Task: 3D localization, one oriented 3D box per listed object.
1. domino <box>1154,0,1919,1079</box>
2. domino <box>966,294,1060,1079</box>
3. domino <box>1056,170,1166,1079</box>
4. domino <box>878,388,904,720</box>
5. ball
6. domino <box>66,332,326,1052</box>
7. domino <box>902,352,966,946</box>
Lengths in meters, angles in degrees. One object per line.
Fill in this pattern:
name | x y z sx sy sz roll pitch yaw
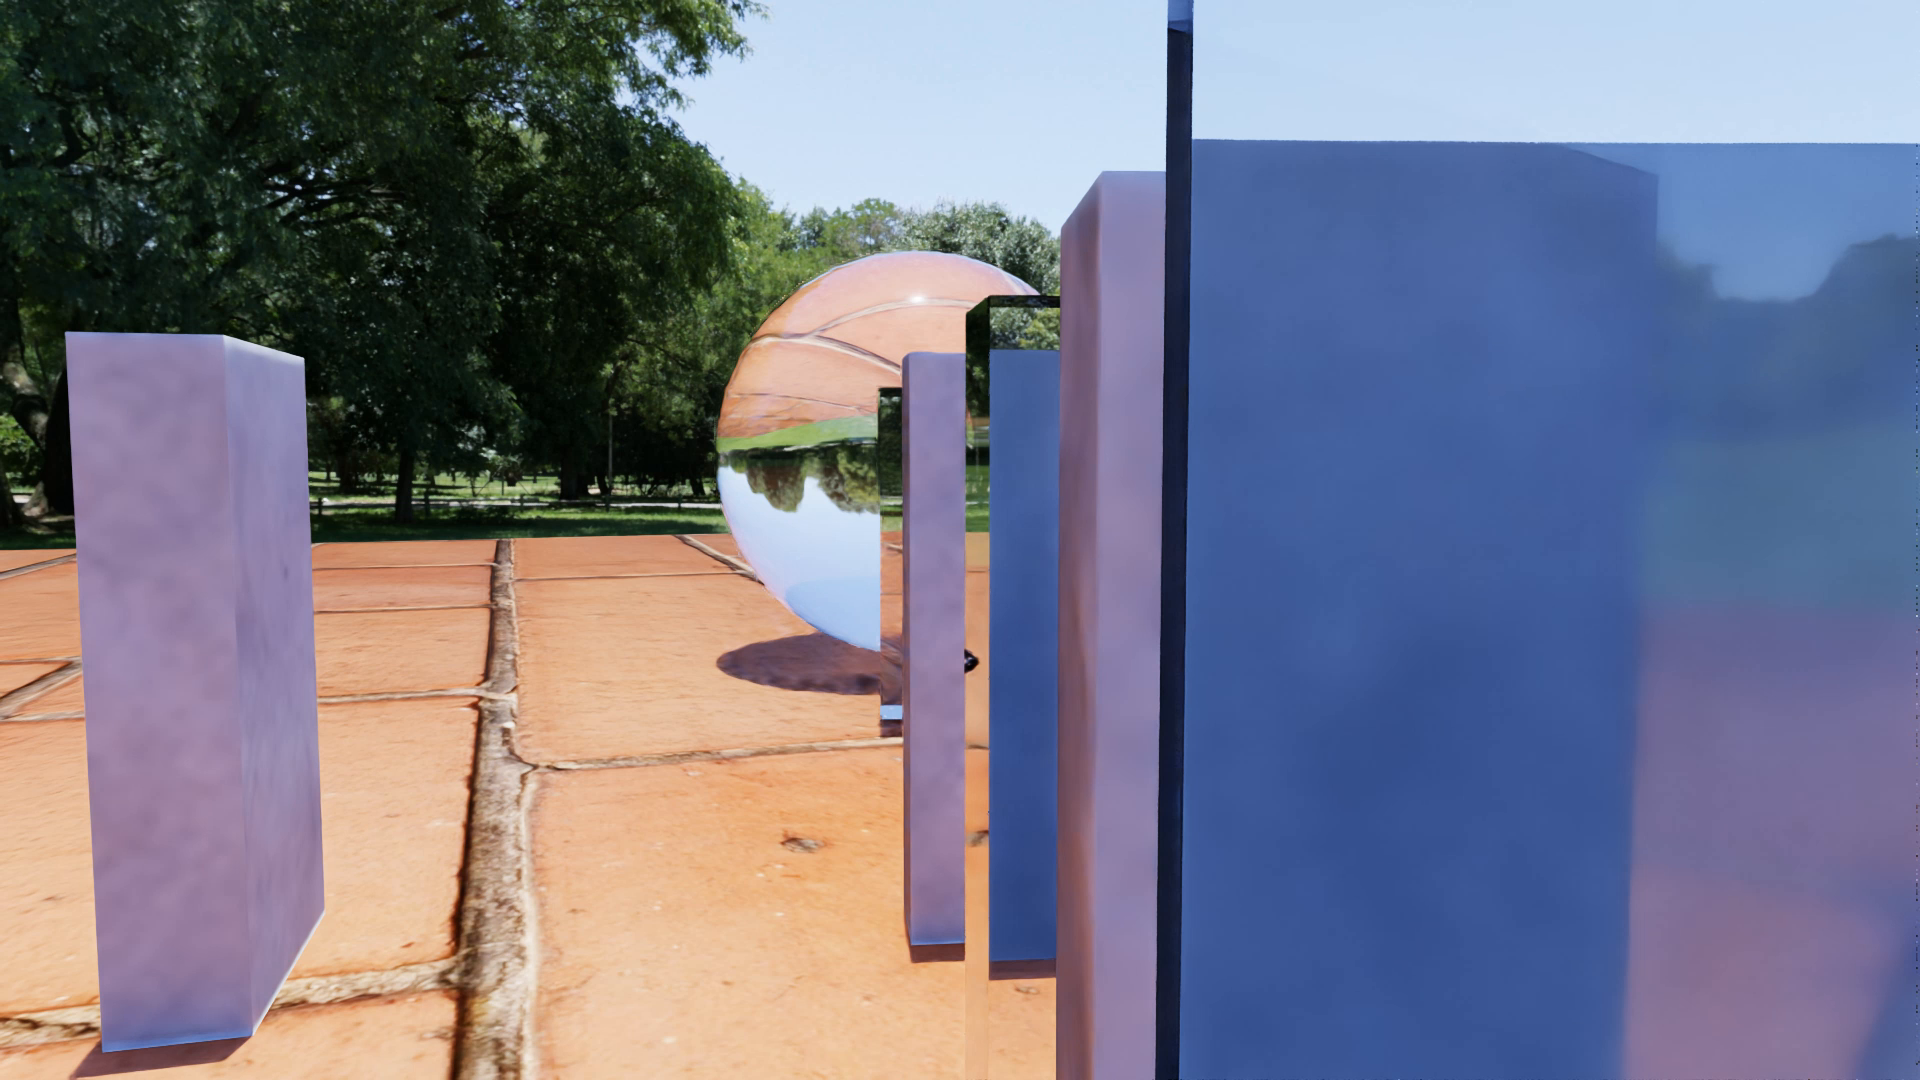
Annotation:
domino | 0.014 0.017 0.007 0.025 0.050 0.010 1 4 11
domino | 0.013 0.012 0.073 0.025 0.050 0.010 -1 4 -7
domino | 0.016 0.014 0.042 0.025 0.050 0.010 0 4 -2
domino | 0.000 0.002 0.197 0.025 0.050 0.010 0 14 -5
ball | -0.008 -0.017 0.256 0.080 0.080 0.080 0 4 0
domino | -0.059 0.010 0.101 0.010 0.050 0.025 -1 4 -15
domino | 0.008 0.009 0.113 0.025 0.050 0.009 0 4 -6
